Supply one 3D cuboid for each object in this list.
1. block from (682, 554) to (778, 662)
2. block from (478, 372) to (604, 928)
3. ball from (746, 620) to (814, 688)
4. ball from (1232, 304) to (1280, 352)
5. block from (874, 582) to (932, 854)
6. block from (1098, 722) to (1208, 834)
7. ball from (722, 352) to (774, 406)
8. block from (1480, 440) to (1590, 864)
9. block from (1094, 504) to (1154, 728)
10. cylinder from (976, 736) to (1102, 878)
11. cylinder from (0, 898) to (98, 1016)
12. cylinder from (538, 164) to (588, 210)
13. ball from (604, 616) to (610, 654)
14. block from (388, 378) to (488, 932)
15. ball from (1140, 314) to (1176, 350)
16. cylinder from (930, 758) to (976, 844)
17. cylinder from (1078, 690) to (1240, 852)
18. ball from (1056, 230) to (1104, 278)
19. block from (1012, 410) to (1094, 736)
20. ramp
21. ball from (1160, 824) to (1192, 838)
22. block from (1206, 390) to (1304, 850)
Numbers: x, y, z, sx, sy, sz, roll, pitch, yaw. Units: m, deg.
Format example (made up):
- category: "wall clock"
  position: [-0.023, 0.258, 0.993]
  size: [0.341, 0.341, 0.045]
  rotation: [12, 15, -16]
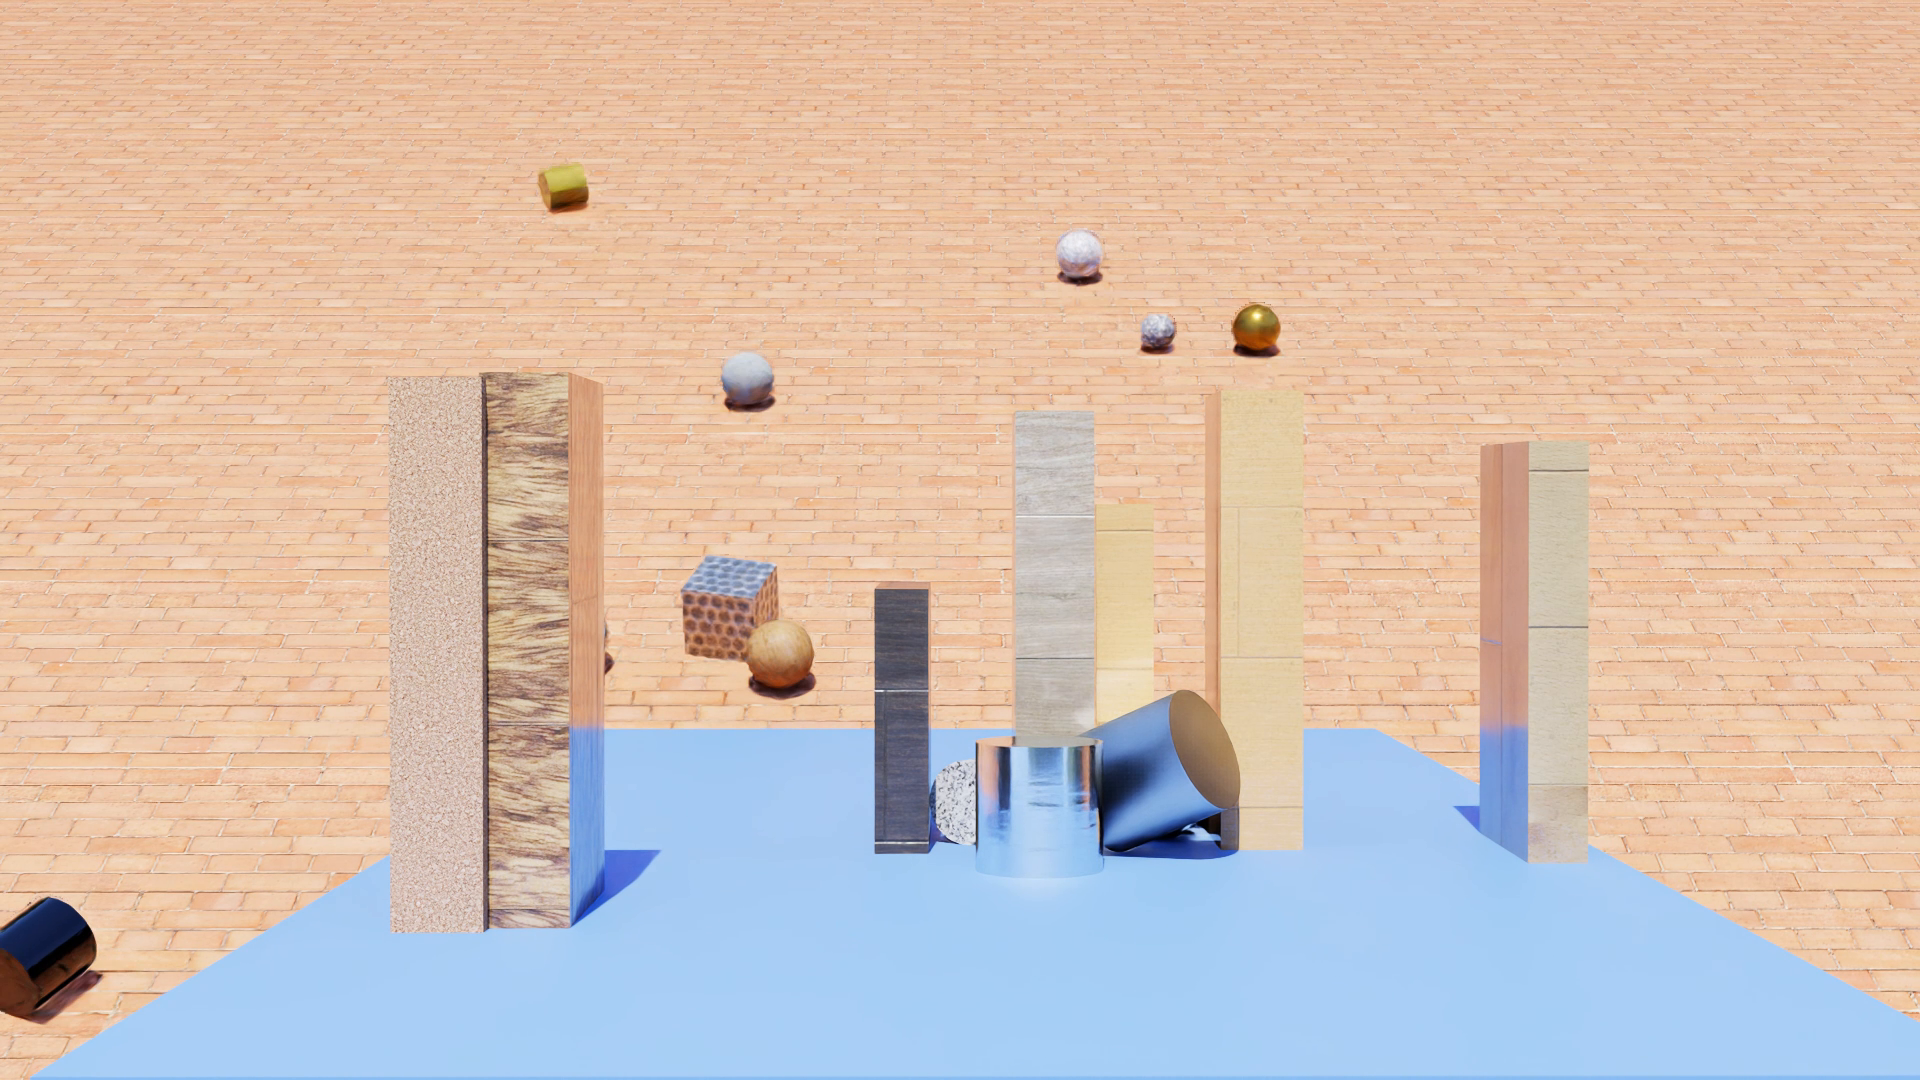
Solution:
- category: "block"
  position: [-0.632, 0.190, 7.127]
  size: [0.205, 0.205, 0.205]
  rotation: [7, 28, 13]
- category: "block"
  position: [-0.590, 0.147, 3.669]
  size: [0.121, 0.754, 0.348]
  rotation: [0, 1, 0]
- category: "ball"
  position: [-0.483, 0.305, 6.930]
  size: [0.184, 0.184, 0.184]
  rotation: [0, 28, 0]
- category: "ball"
  position: [1.026, -0.732, 8.936]
  size: [0.164, 0.164, 0.164]
  rotation: [0, 28, 0]
- category: "block"
  position: [-0.096, 0.295, 4.426]
  size: [0.089, 0.436, 0.374]
  rotation: [0, 1, 0]
- category: "block"
  position: [0.341, 0.420, 4.583]
  size: [0.182, 0.182, 0.182]
  rotation: [0, 1, 0]
- category: "ball"
  position: [-0.703, -0.534, 8.545]
  size: [0.175, 0.175, 0.175]
  rotation: [0, 28, 0]
- category: "block"
  position: [0.956, 0.177, 4.317]
  size: [0.096, 0.675, 0.384]
  rotation: [0, 1, 0]
- category: "block"
  position: [0.298, 0.220, 4.812]
  size: [0.103, 0.574, 0.283]
  rotation: [0, 1, 0]
- category: "cylinder"
  position: [0.125, 0.417, 4.064]
  size: [0.202, 0.202, 0.202]
  rotation: [0, 1, 0]
- category: "cylinder"
  position: [-2.057, 0.925, 5.737]
  size: [0.190, 0.190, 0.190]
  rotation: [13, 30, 23]
- category: "cylinder"
  position: [-1.568, -1.397, 10.212]
  size: [0.153, 0.153, 0.153]
  rotation: [-14, 31, -21]
- category: "ball"
  position: [-1.046, 0.259, 7.010]
  size: [0.192, 0.192, 0.192]
  rotation: [0, 28, 0]
- category: "block"
  position: [-0.703, 0.152, 3.628]
  size: [0.124, 0.745, 0.332]
  rotation: [0, 1, 0]
- category: "ball"
  position: [0.685, -0.724, 8.964]
  size: [0.124, 0.124, 0.124]
  rotation: [0, 28, 0]
- category: "cylinder"
  position: [0.045, 0.442, 4.418]
  size: [0.143, 0.143, 0.143]
  rotation: [15, 8, 27]
- category: "cylinder"
  position: [0.316, 0.379, 4.235]
  size: [0.207, 0.207, 0.207]
  rotation: [-27, 15, 28]
- category: "ball"
  position: [0.441, -1.052, 9.535]
  size: [0.177, 0.177, 0.177]
  rotation: [0, 28, 0]
- category: "block"
  position: [0.164, 0.142, 4.623]
  size: [0.136, 0.736, 0.311]
  rotation: [0, 1, 0]
- category: "ramp"
  position: [0.062, 0.561, 4.599]
  size: [2.000, 0.100, 4.000]
  rotation: [0, 1, 0]
- category: "ball"
  position: [0.353, 0.459, 4.439]
  size: [0.107, 0.107, 0.107]
  rotation: [0, 28, 0]
- category: "block"
  position: [0.501, 0.132, 4.420]
  size: [0.136, 0.763, 0.275]
  rotation: [0, 1, 0]
